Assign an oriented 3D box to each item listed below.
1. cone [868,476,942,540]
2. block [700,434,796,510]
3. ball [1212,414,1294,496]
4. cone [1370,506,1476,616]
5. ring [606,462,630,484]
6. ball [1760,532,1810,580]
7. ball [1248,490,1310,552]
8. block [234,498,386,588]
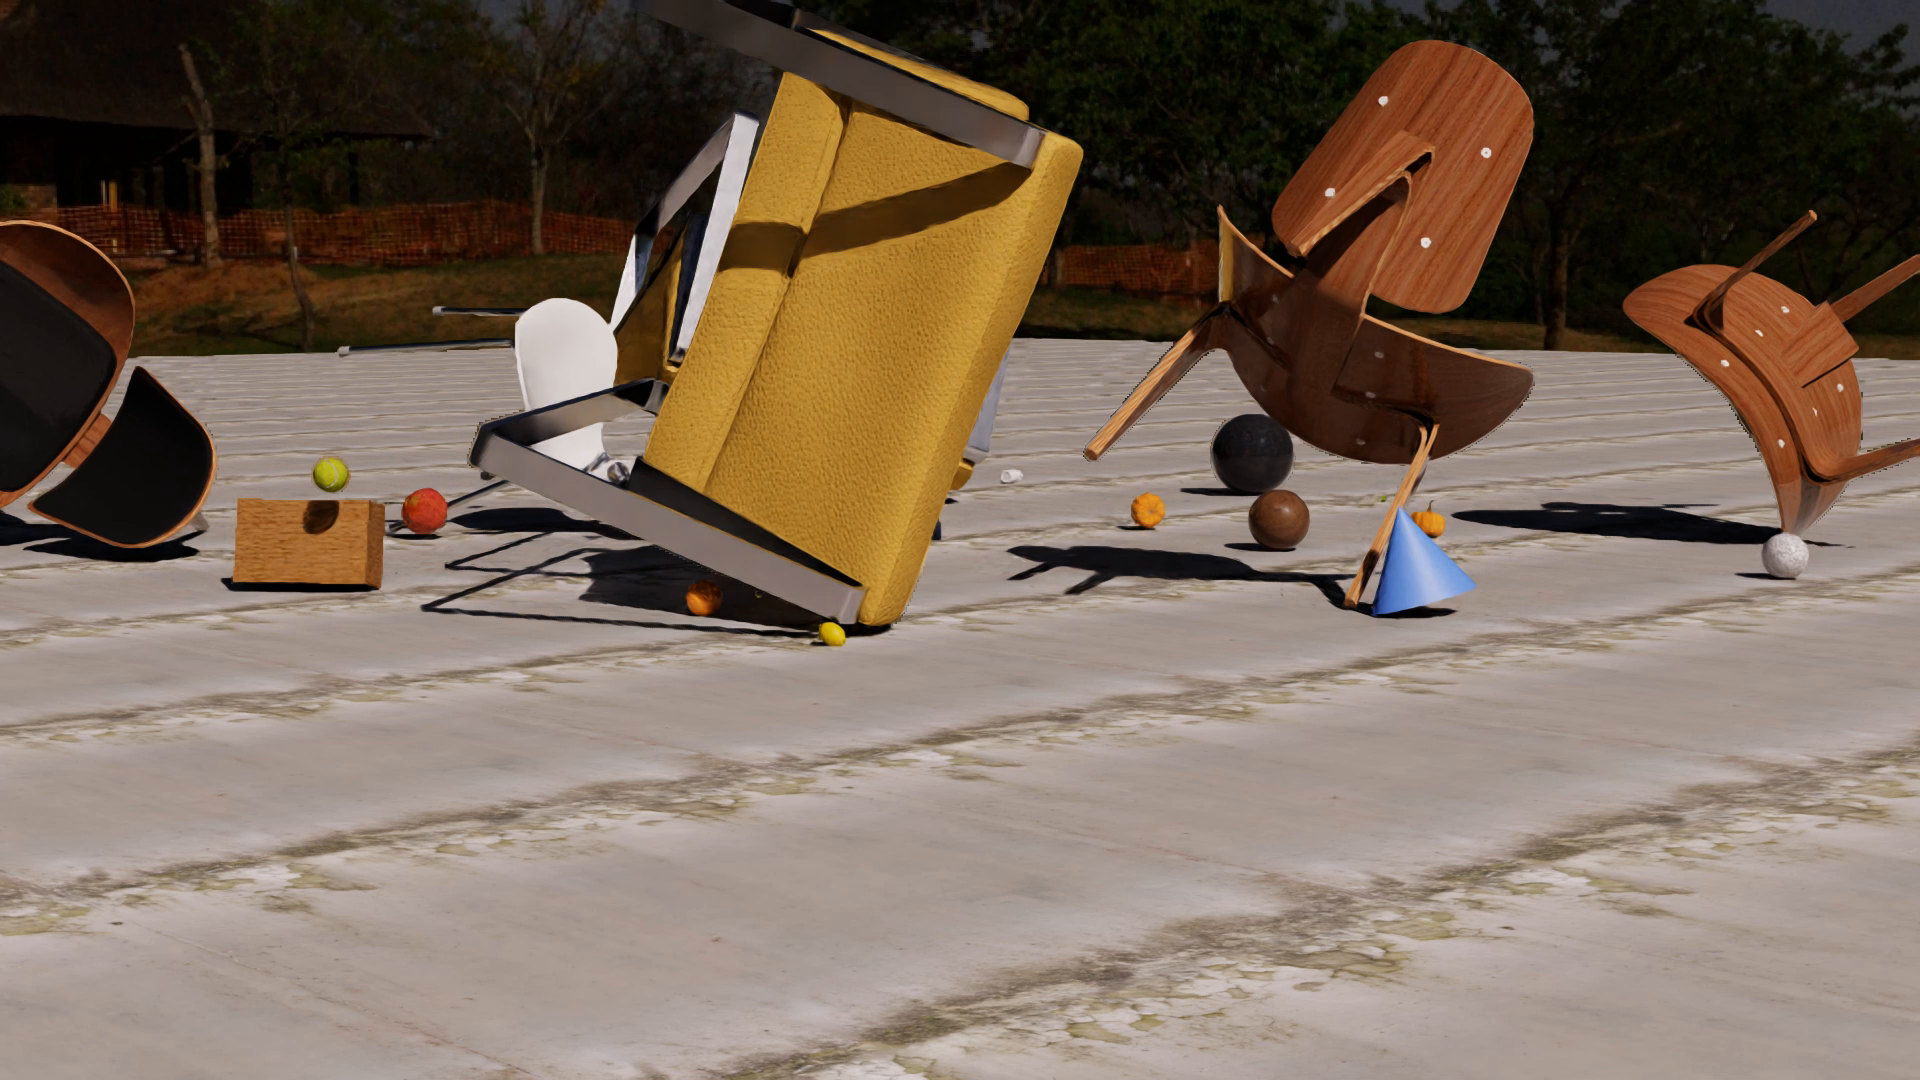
[{"bbox_3d":[-0.163,-0.046,6.476,0.191,0.174,0.092,-25,2,31],"label":"cone"},{"bbox_3d":[-0.613,-0.200,7.397,0.141,0.195,0.298,-4,7,-35],"label":"block"},{"bbox_3d":[0.877,-0.256,7.690,0.248,0.248,0.248,0,6,0],"label":"ball"},{"bbox_3d":[0.877,0.025,4.985,0.220,0.191,0.161,-16,2,-12],"label":"cone"},{"bbox_3d":[-0.835,-0.164,6.267,0.039,0.049,0.055,48,35,14],"label":"ring"},{"bbox_3d":[1.796,0.035,5.582,0.101,0.101,0.101,0,6,0],"label":"ball"},{"bbox_3d":[0.765,-0.048,6.156,0.149,0.149,0.149,0,6,0],"label":"ball"},{"bbox_3d":[-1.367,0.008,5.393,0.284,0.175,0.104,1,-6,6],"label":"block"}]
